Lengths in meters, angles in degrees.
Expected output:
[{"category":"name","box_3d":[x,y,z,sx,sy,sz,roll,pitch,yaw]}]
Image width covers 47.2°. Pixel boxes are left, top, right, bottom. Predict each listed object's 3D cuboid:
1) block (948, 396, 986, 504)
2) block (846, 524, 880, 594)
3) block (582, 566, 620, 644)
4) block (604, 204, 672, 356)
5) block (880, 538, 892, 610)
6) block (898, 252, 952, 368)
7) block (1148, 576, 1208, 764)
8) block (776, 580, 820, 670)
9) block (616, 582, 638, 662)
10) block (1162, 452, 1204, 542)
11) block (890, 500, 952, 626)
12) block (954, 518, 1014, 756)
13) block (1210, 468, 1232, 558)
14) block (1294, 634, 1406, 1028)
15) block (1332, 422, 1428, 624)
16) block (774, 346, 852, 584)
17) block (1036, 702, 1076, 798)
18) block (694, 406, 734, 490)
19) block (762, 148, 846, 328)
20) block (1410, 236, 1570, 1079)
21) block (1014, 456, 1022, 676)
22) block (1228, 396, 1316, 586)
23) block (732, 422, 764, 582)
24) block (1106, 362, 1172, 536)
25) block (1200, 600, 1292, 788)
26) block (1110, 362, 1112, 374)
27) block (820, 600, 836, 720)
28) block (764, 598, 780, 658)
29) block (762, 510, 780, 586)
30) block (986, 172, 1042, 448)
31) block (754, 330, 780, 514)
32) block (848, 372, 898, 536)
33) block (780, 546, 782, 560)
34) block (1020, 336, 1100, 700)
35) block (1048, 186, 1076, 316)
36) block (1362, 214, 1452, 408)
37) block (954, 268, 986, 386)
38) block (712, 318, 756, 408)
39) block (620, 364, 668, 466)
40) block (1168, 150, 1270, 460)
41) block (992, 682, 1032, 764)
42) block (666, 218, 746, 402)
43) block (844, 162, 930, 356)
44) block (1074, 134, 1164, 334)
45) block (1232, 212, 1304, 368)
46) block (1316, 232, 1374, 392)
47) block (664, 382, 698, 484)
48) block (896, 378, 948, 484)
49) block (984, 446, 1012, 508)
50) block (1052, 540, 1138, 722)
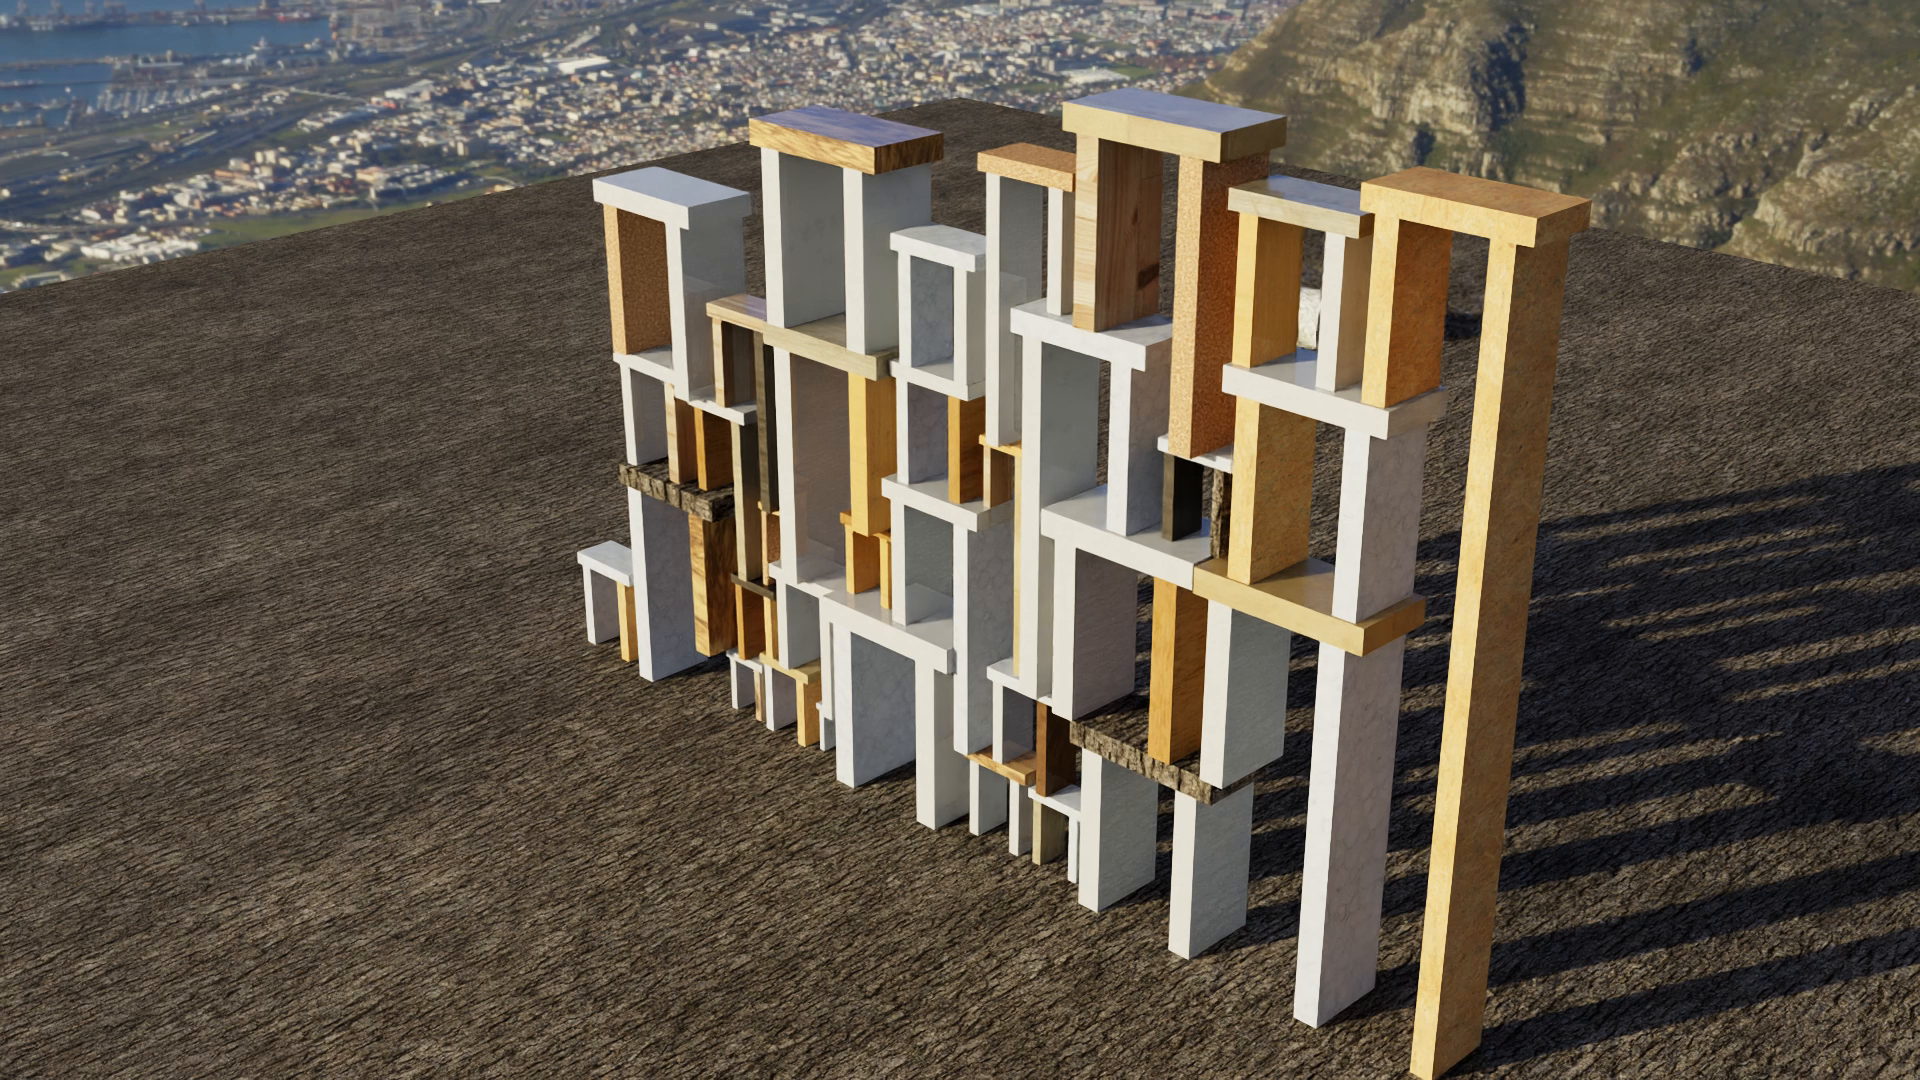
[{"category":"block","box_3d":[0.026,-0.181,4.116,0.104,0.209,0.030,-21,31,-40]},{"category":"block","box_3d":[-0.196,0.029,4.451,0.021,0.149,0.075,21,31,41]},{"category":"block","box_3d":[-0.834,0.139,5.182,0.028,0.196,0.098,21,31,41]},{"category":"block","box_3d":[-0.673,-0.573,4.715,0.162,0.325,0.046,-21,31,-39]},{"category":"block","box_3d":[-0.124,0.056,4.387,0.075,0.149,0.021,-21,31,-41]},{"category":"block","box_3d":[-0.063,-0.440,4.105,0.109,0.218,0.031,-21,31,-40]},{"category":"block","box_3d":[0.411,0.205,3.867,0.049,0.346,0.173,21,31,40]},{"category":"block","box_3d":[-0.338,0.165,4.660,0.029,0.202,0.101,21,31,41]},{"category":"block","box_3d":[-0.741,0.175,5.097,0.028,0.196,0.098,21,31,41]},{"category":"block","box_3d":[0.383,-0.084,3.773,0.022,0.158,0.079,21,31,41]},{"category":"block","box_3d":[-0.075,0.027,4.317,0.037,0.258,0.129,21,31,41]},{"category":"block","box_3d":[0.047,0.177,4.248,0.129,0.481,0.037,-21,31,-40]},{"category":"block","box_3d":[0.461,-0.055,3.706,0.079,0.158,0.022,-18,30,-35]},{"category":"block","box_3d":[0.656,0.478,3.711,0.049,0.722,0.172,21,31,41]},{"category":"block","box_3d":[0.665,-0.042,3.479,0.045,0.318,0.159,21,31,41]},{"category":"block","box_3d":[-0.292,-0.167,4.470,0.164,0.500,0.046,-21,31,-40]},{"category":"block","box_3d":[0.184,0.385,4.191,0.024,0.200,0.086,21,31,41]},{"category":"block","box_3d":[-0.518,-0.207,4.701,0.092,0.185,0.026,-21,30,-40]},{"category":"block","box_3d":[-0.299,-0.604,4.292,0.175,0.350,0.050,-21,31,-40]},{"category":"block","box_3d":[0.818,0.216,3.424,0.042,1.428,0.147,21,31,41]},{"category":"block","box_3d":[0.128,0.044,4.109,0.017,0.442,0.060,21,31,41]},{"category":"block","box_3d":[0.515,-0.100,3.617,0.045,0.318,0.159,21,31,41]},{"category":"block","box_3d":[-0.432,-0.092,4.655,0.092,0.359,0.026,-21,31,-40]},{"category":"block","box_3d":[0.324,-0.174,3.798,0.043,0.307,0.153,21,31,41]},{"category":"block","box_3d":[0.494,0.240,3.787,0.172,0.344,0.049,-21,31,-41]},{"category":"block","box_3d":[0.558,-0.537,6.846,0.141,0.141,0.141,-6,24,-13]},{"category":"block","box_3d":[-0.242,0.234,4.585,0.029,0.271,0.101,21,31,40]},{"category":"block","box_3d":[-0.384,0.177,4.711,0.020,0.140,0.070,21,31,41]},{"category":"block","box_3d":[-0.395,0.009,4.656,0.050,0.172,0.014,-21,32,-41]},{"category":"block","box_3d":[0.097,-0.419,3.947,0.031,0.503,0.111,21,31,41]},{"category":"block","box_3d":[-0.370,-0.251,4.512,0.027,0.390,0.095,20,30,40]},{"category":"block","box_3d":[-0.138,-0.186,4.294,0.164,0.328,0.046,-21,31,-40]},{"category":"block","box_3d":[-0.350,-0.007,4.603,0.050,0.101,0.014,-22,40,-41]},{"category":"block","box_3d":[0.180,-0.051,4.007,0.043,0.697,0.153,21,31,41]},{"category":"block","box_3d":[0.201,-0.508,3.796,0.031,0.221,0.111,21,31,41]},{"category":"block","box_3d":[0.679,-0.360,3.331,0.042,0.294,0.147,21,31,41]},{"category":"block","box_3d":[0.039,-0.400,4.010,0.109,0.218,0.031,-21,31,-41]},{"category":"block","box_3d":[-0.463,-0.377,4.555,0.027,0.191,0.095,22,31,40]},{"category":"block","box_3d":[-0.682,-0.289,4.837,0.114,0.229,0.032,-21,30,-40]},{"category":"block","box_3d":[0.422,-0.392,3.598,0.166,0.502,0.047,-21,31,-39]},{"category":"block","box_3d":[0.103,0.340,4.260,0.024,0.172,0.086,21,31,41]},{"category":"block","box_3d":[-0.524,-0.489,4.582,0.162,0.375,0.046,-21,31,-40]},{"category":"block","box_3d":[-0.134,-0.539,4.139,0.175,0.350,0.050,-21,31,-40]},{"category":"block","box_3d":[0.267,-0.531,3.708,0.166,0.332,0.047,-21,31,-41]},{"category":"block","box_3d":[0.493,-0.410,3.508,0.035,0.247,0.124,21,31,41]},{"category":"block","box_3d":[0.609,-0.364,3.400,0.035,0.247,0.124,21,31,41]},{"category":"block","box_3d":[-0.575,-0.246,4.736,0.114,0.229,0.032,-21,31,-39]},{"category":"block","box_3d":[-0.072,-0.220,4.207,0.104,0.209,0.030,-21,31,-40]},{"category":"block","box_3d":[0.071,-0.126,4.098,0.060,0.121,0.017,-21,31,-40]},{"category":"block","box_3d":[0.248,0.141,4.017,0.173,0.347,0.049,-21,31,-41]}]
